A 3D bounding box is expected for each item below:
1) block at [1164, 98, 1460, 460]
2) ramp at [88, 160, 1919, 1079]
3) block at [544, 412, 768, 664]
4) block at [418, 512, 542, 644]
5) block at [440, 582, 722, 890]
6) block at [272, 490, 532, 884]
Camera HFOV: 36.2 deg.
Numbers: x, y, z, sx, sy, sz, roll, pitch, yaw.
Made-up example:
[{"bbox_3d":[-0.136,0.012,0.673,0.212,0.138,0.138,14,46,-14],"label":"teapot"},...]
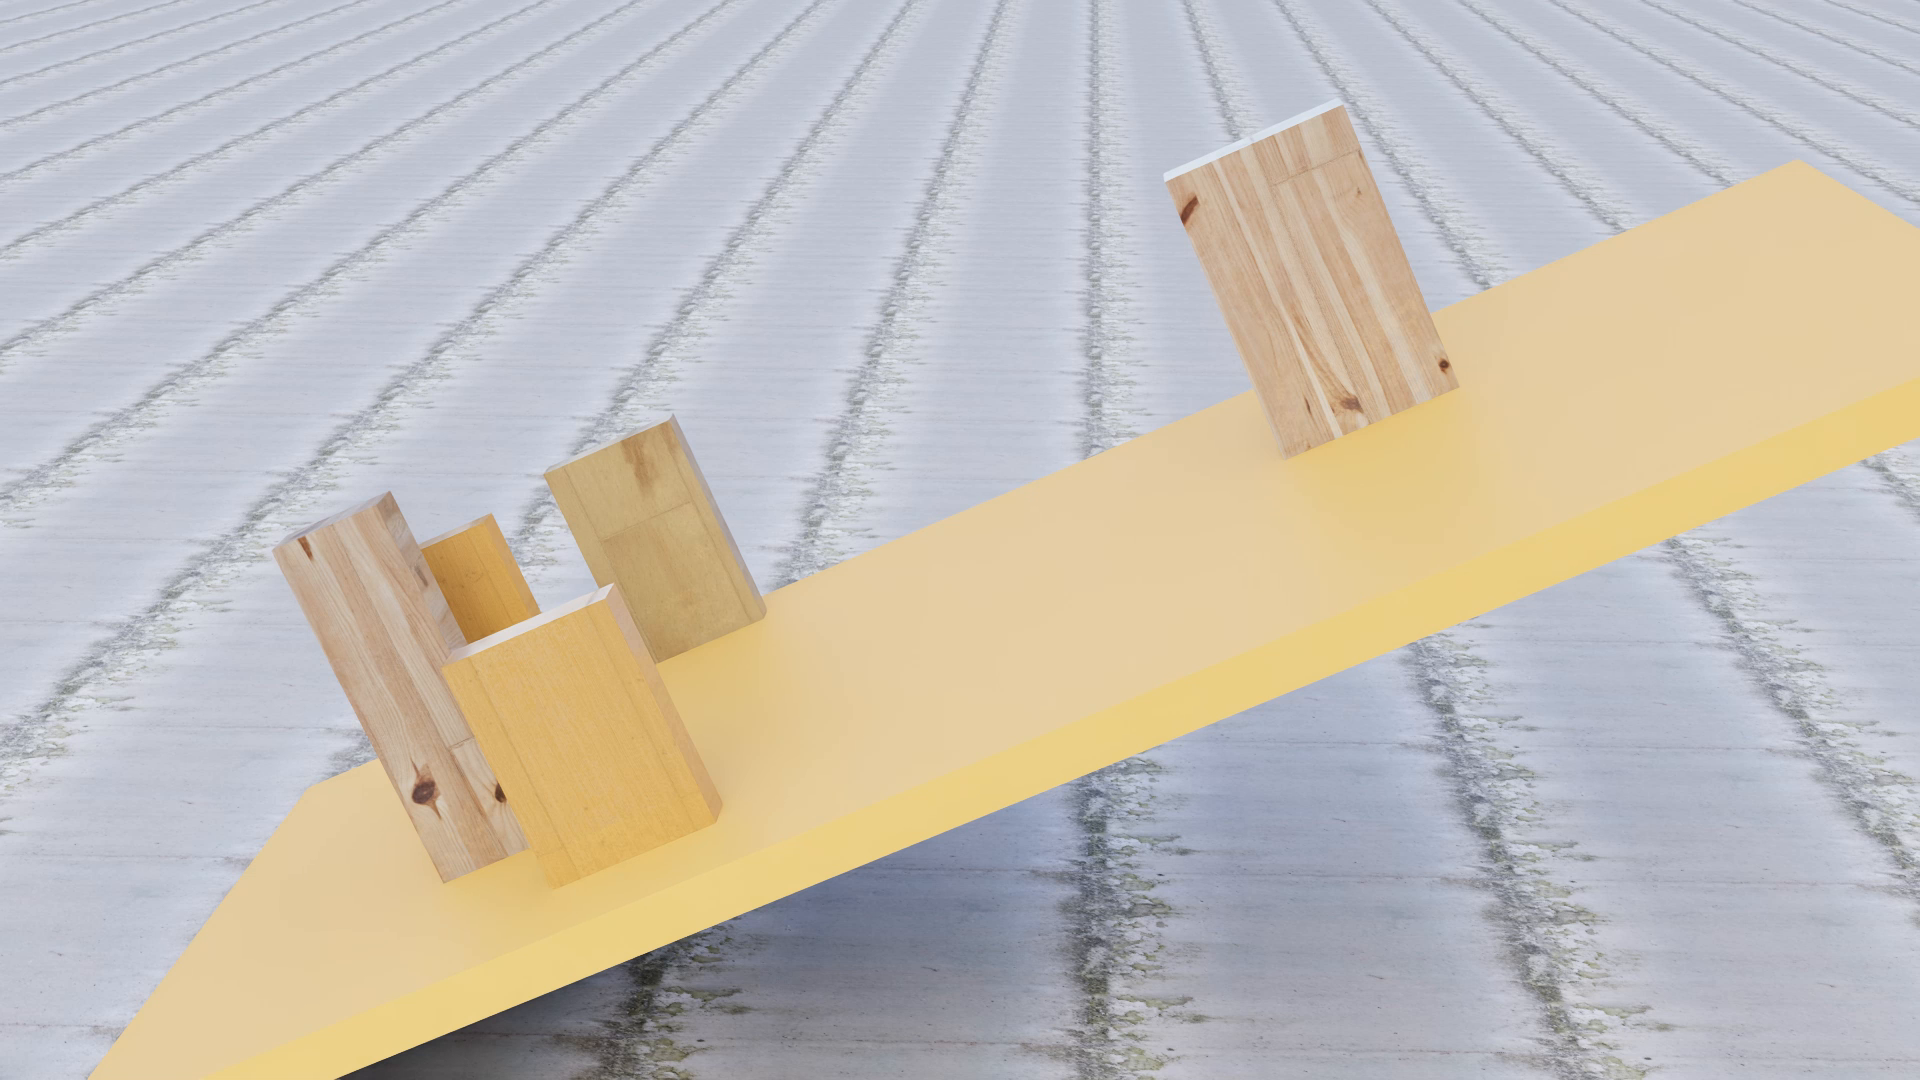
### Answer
[{"bbox_3d":[0.757,-0.560,6.336,0.407,0.662,0.125,-23,13,8],"label":"block"},{"bbox_3d":[0.132,0.170,6.284,4.000,0.100,2.000,-23,13,8],"label":"ramp"},{"bbox_3d":[-0.733,0.007,7.103,0.335,0.536,0.080,-23,13,8],"label":"block"},{"bbox_3d":[-1.076,0.298,6.404,0.409,0.605,0.083,-23,13,8],"label":"block"},{"bbox_3d":[-0.727,0.381,5.685,0.351,0.491,0.110,-23,13,8],"label":"block"},{"bbox_3d":[-1.117,0.306,6.054,0.240,0.780,0.120,-23,13,8],"label":"block"}]
